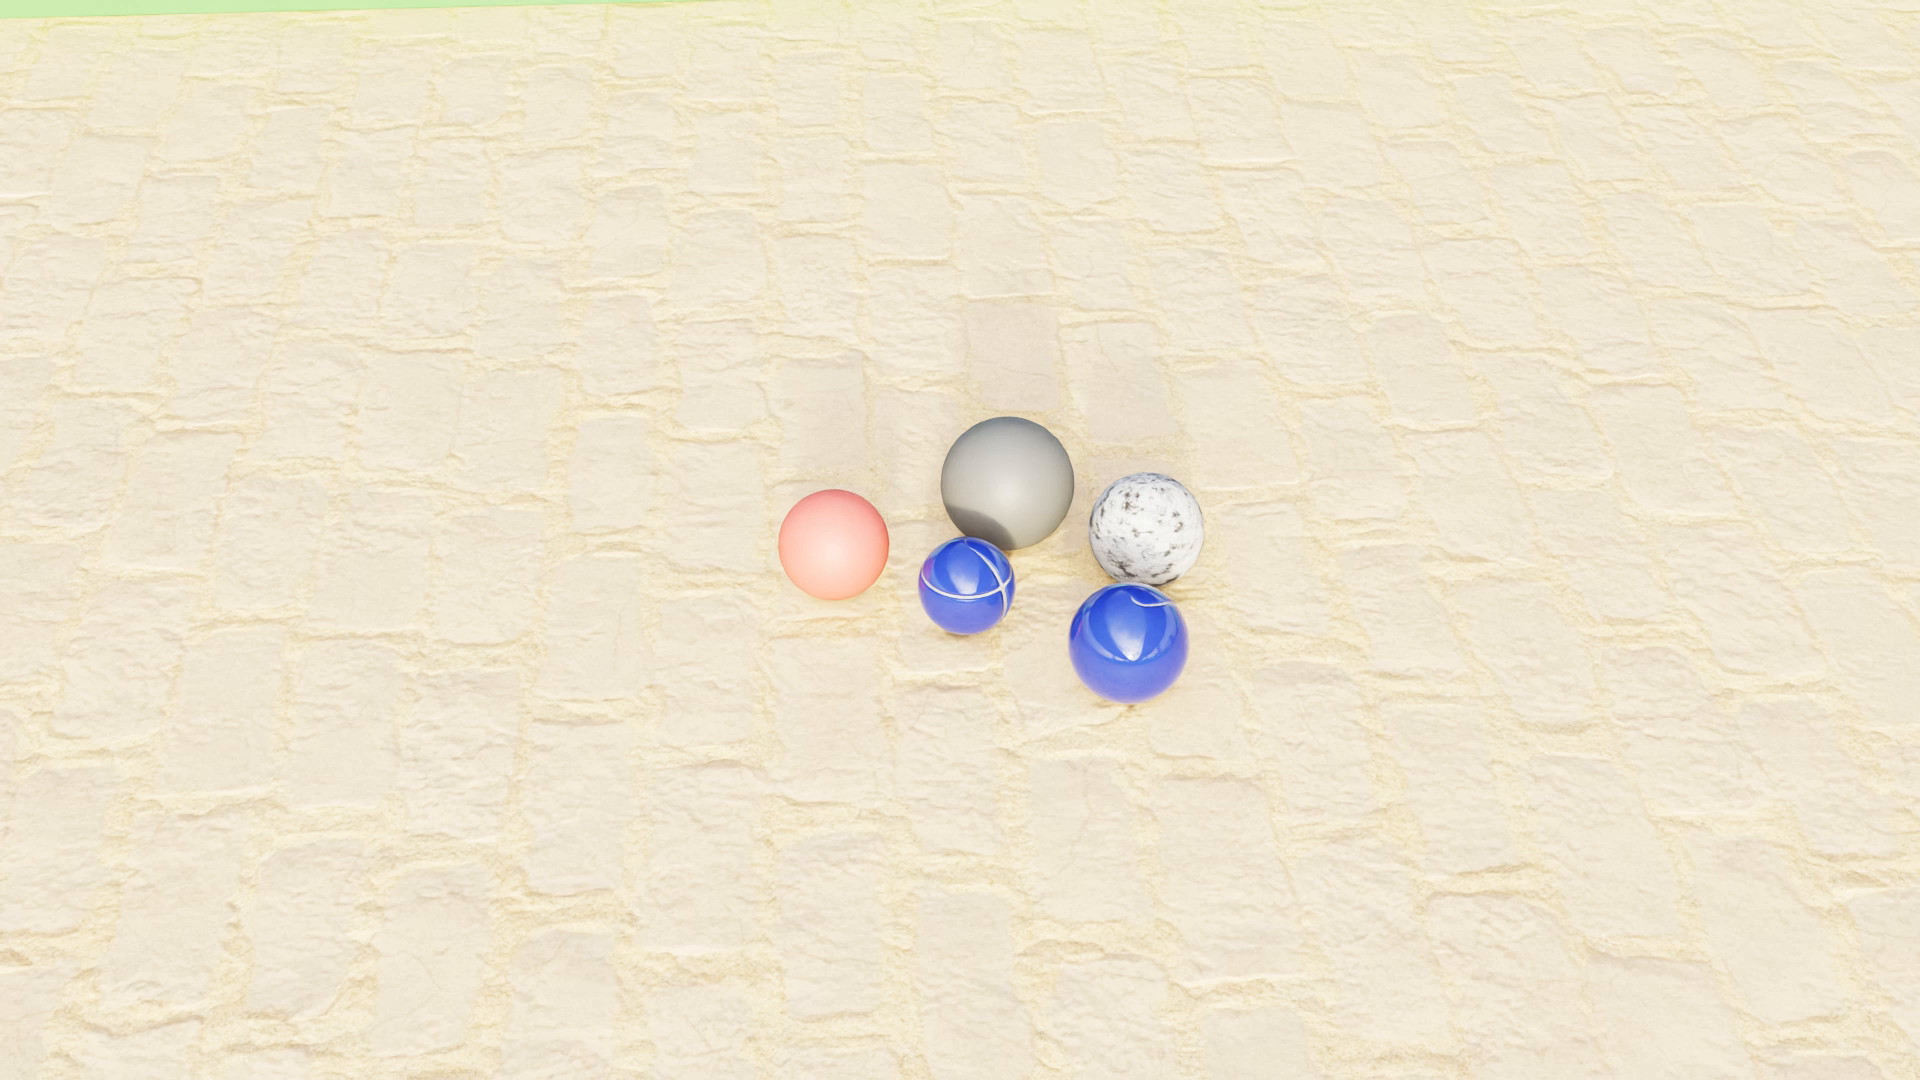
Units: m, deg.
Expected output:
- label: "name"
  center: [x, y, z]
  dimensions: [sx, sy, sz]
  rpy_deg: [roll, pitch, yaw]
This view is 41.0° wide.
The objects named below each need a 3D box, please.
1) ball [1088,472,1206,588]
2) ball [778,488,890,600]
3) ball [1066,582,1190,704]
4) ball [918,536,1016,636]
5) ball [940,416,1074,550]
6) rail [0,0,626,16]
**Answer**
- label: "ball"
  center: [0.117, -0.006, 1.609]
  dimensions: [0.073, 0.073, 0.073]
  rpy_deg: [0, 36, 0]
- label: "ball"
  center: [-0.079, 0.003, 1.600]
  dimensions: [0.070, 0.070, 0.070]
  rpy_deg: [0, 36, 0]
- label: "ball"
  center: [0.100, 0.061, 1.518]
  dimensions: [0.073, 0.073, 0.073]
  rpy_deg: [0, 36, 0]
- label: "ball"
  center: [0.004, 0.028, 1.573]
  dimensions: [0.061, 0.061, 0.061]
  rpy_deg: [0, 36, 0]
- label: "ball"
  center: [0.030, -0.036, 1.639]
  dimensions: [0.086, 0.086, 0.086]
  rpy_deg: [0, 36, 0]
- label: "rail"
  center: [0.835, -0.561, 2.330]
  dimensions: [3.552, 0.112, 0.045]
  rpy_deg: [-2, 36, -3]
